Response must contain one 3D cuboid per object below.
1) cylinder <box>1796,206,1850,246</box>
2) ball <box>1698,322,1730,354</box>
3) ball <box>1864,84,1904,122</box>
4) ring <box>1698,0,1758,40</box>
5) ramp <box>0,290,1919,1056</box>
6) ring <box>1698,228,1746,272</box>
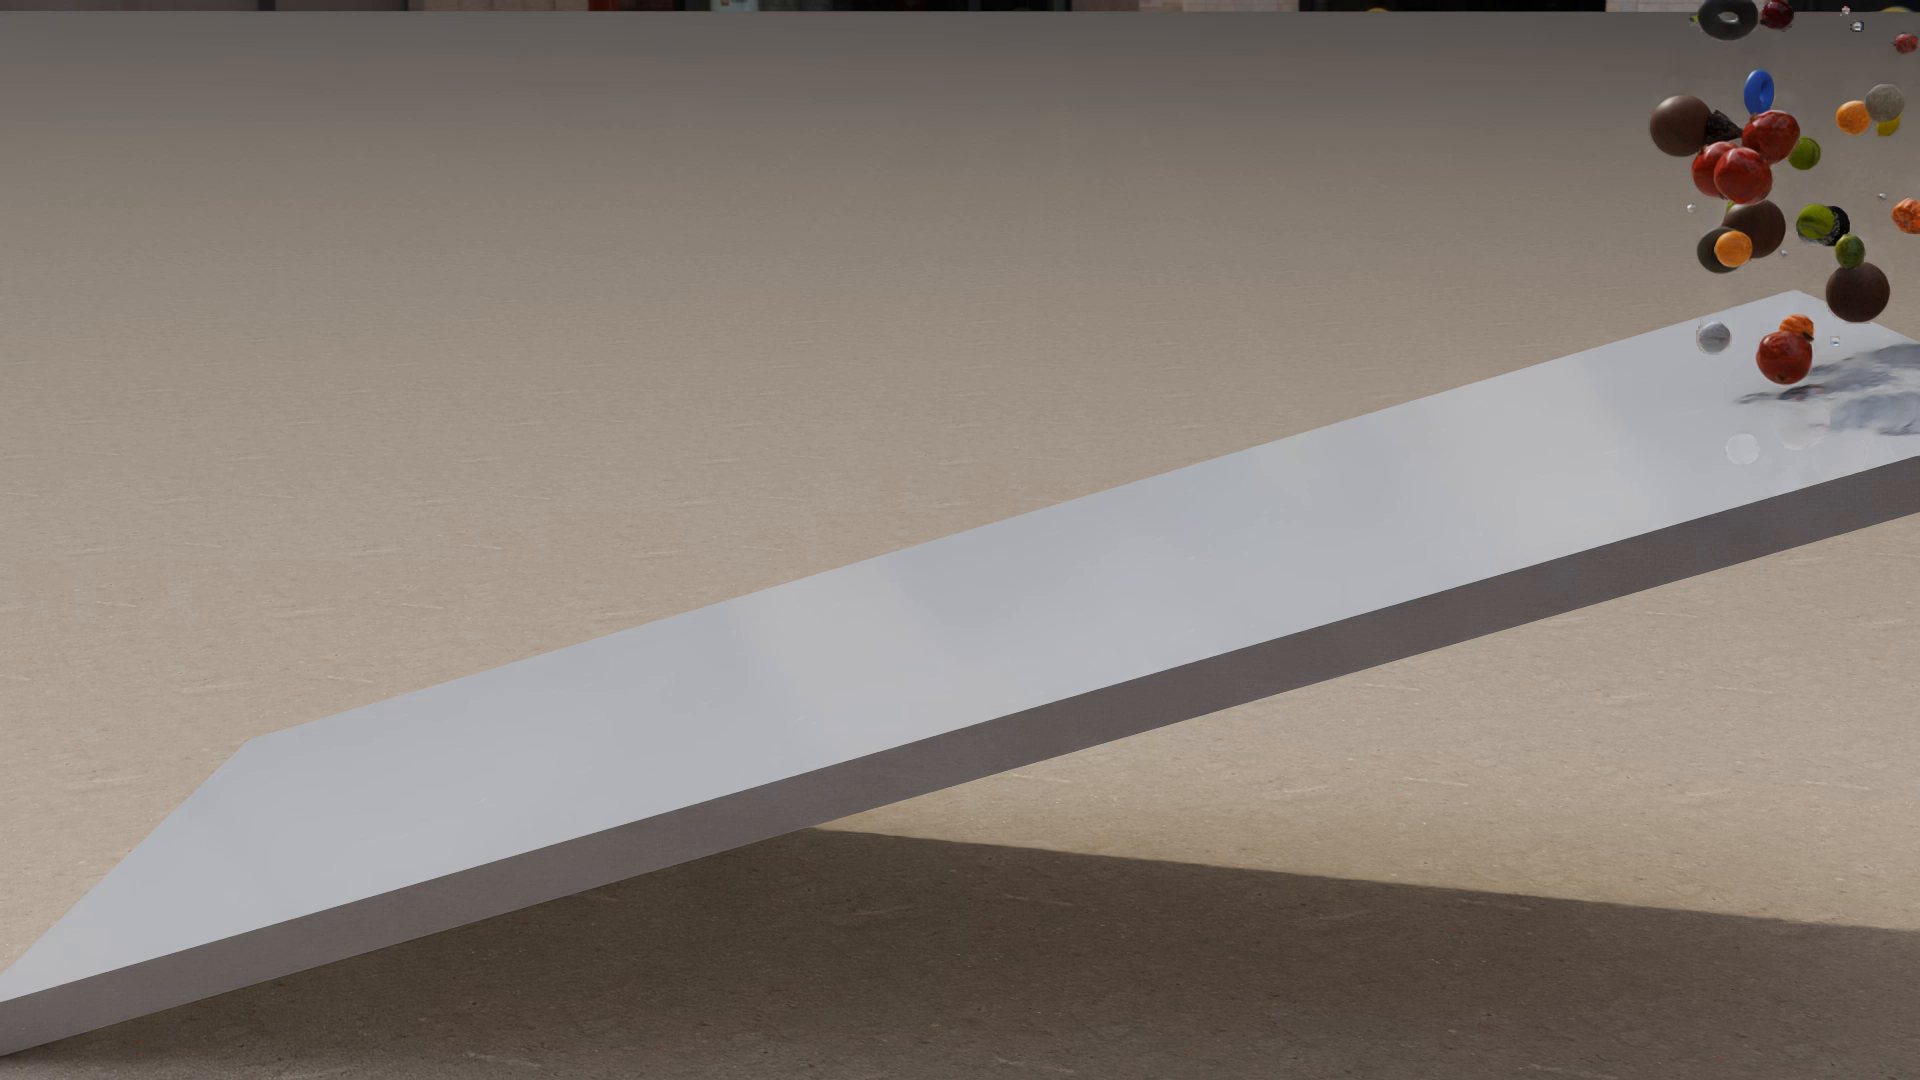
[{"bbox_3d":[1.804,-0.657,6.150,0.083,0.083,0.083,-1,6,-5],"label":"cylinder"},{"bbox_3d":[1.577,-0.423,6.151,0.067,0.067,0.067,0,11,0],"label":"ball"},{"bbox_3d":[1.831,-0.865,5.822,0.076,0.076,0.076,0,11,0],"label":"ball"},{"bbox_3d":[1.586,-1.081,6.072,0.122,0.122,0.041,4,55,18],"label":"ring"},{"bbox_3d":[0.093,0.186,6.317,4.000,0.100,2.000,-16,10,5],"label":"ramp"},{"bbox_3d":[1.526,-0.581,5.893,0.097,0.097,0.032,5,37,25],"label":"ring"}]
